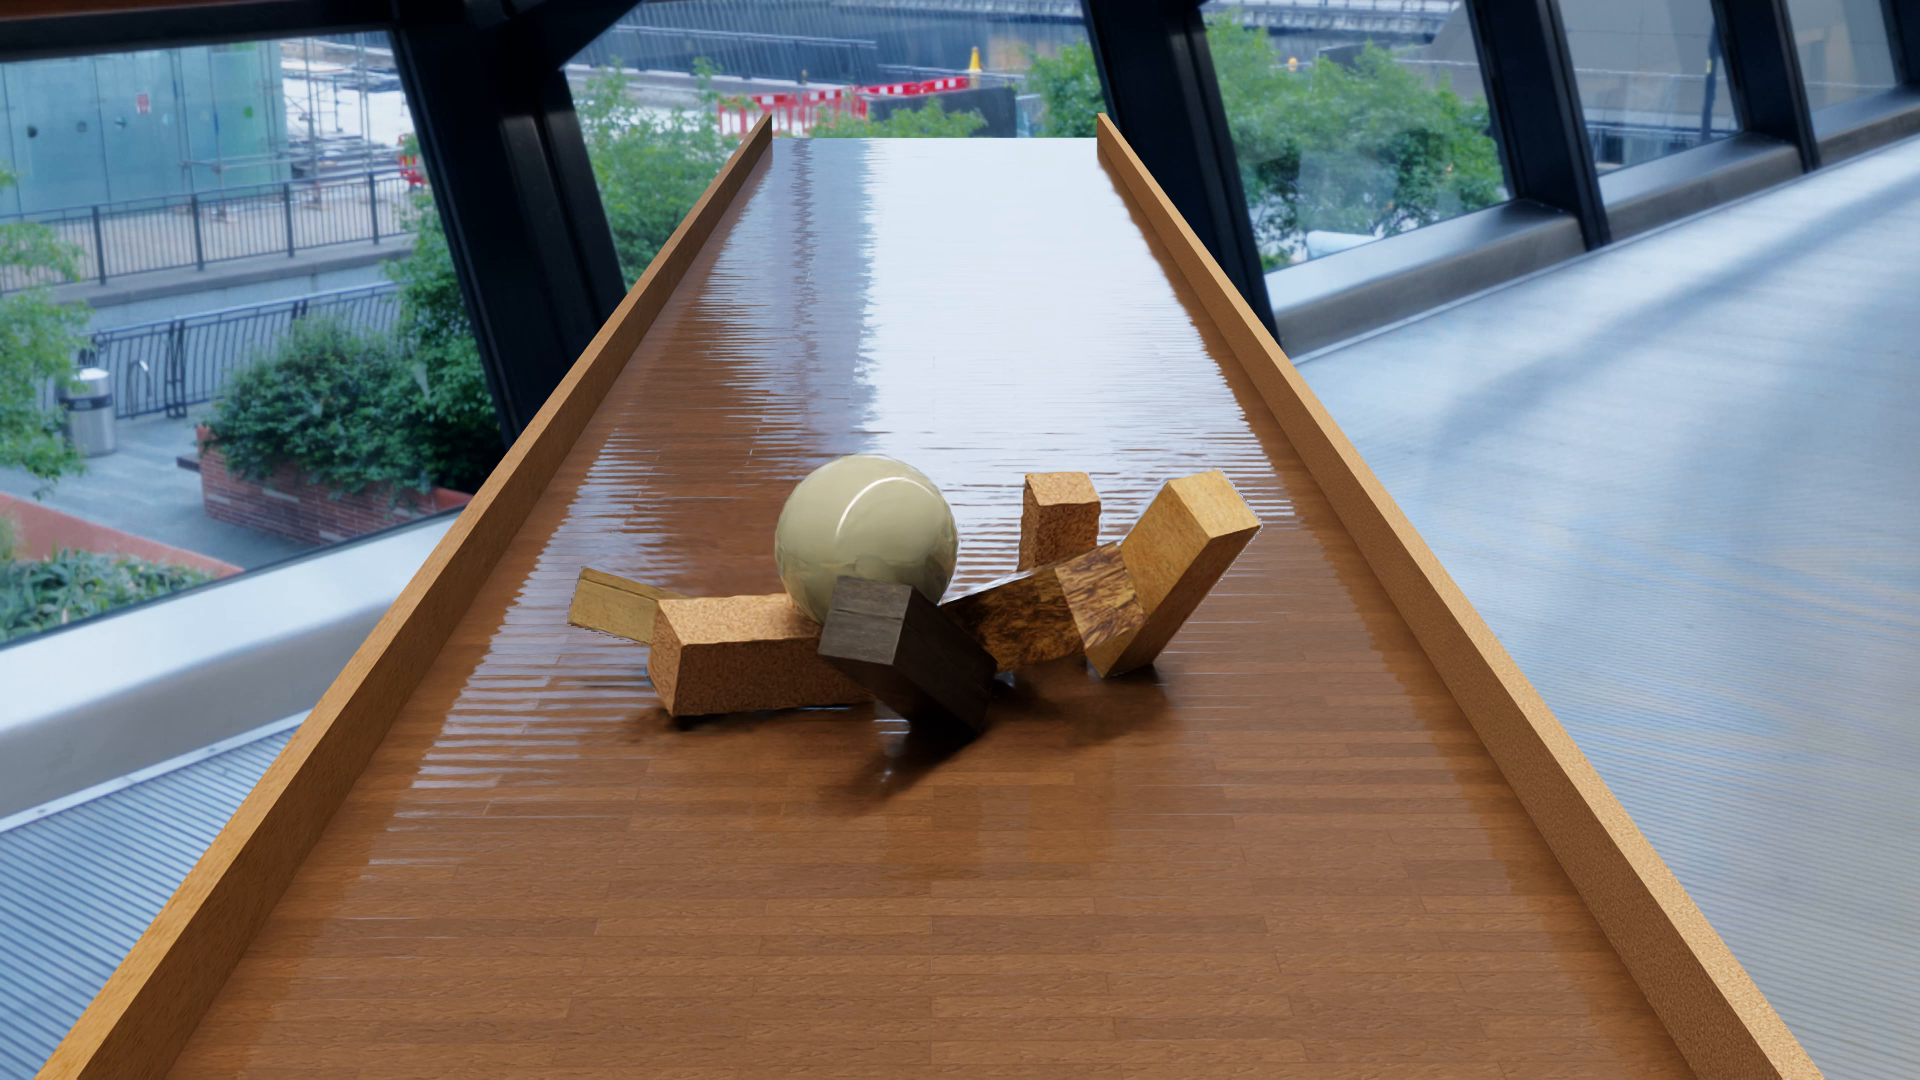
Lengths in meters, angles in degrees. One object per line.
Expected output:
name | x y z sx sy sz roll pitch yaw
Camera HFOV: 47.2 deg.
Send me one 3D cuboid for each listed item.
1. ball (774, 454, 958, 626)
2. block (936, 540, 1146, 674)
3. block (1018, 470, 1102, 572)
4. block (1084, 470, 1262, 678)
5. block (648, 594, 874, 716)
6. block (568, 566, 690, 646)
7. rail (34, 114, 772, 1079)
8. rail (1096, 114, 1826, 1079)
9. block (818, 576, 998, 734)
ball | -0.172 0.010 4.042 0.338 0.338 0.338 0 17 0
block | 0.127 0.144 4.129 0.157 0.157 0.448 -23 2 -37
block | 0.193 0.047 4.423 0.124 0.349 0.124 -4 32 -12
block | 0.385 0.068 4.241 0.141 0.437 0.141 -14 59 -40
block | -0.362 0.210 4.129 0.403 0.155 0.155 -2 30 -26
block | -0.569 0.157 4.274 0.364 0.107 0.107 17 -6 -7
rail | -1.118 -0.838 7.780 0.050 0.150 12.000 0 17 -1
rail | 0.932 -0.844 7.801 0.050 0.150 12.000 0 17 -1
block | -0.085 0.208 3.878 0.141 0.141 0.442 7 -17 23
